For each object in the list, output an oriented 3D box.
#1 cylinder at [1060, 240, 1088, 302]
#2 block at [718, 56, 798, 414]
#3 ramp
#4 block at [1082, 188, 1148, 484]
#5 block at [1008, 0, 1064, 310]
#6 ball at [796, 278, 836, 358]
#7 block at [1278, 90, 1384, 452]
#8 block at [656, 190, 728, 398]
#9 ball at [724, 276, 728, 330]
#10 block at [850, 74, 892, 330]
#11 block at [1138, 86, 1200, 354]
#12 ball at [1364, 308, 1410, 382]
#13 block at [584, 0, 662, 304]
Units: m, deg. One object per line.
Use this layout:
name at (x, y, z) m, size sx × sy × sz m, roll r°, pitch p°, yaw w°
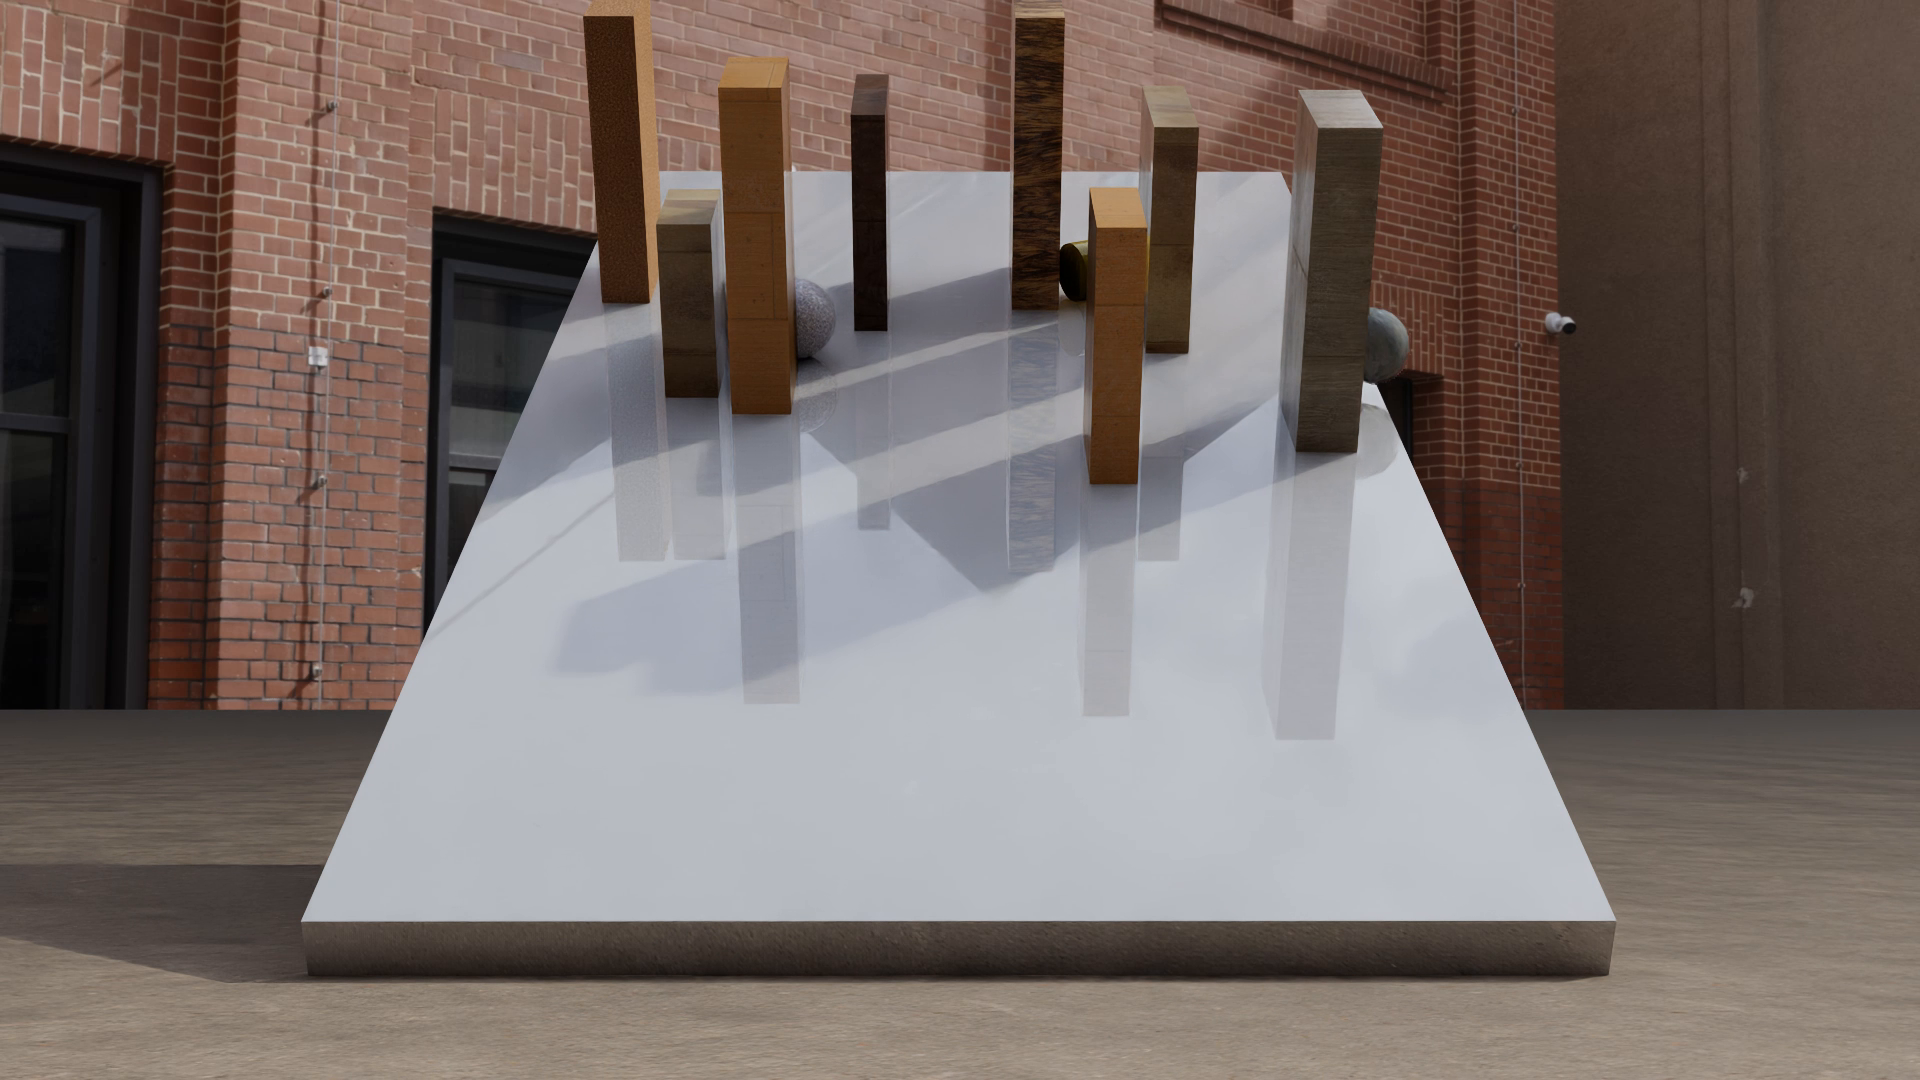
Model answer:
cylinder at (0.358, -0.709, 6.119) m, size 0.153 × 0.153 × 0.153 m, roll -13°, pitch 2°, yaw -25°
block at (-0.457, -0.694, 5.366) m, size 0.136 × 0.763 × 0.275 m, roll 0°, pitch 25°, yaw 0°
ramp at (-0.009, -0.229, 5.395) m, size 2.000 × 0.100 × 4.000 m, roll 0°, pitch 25°, yaw 0°
block at (0.331, -0.441, 5.056) m, size 0.103 × 0.574 × 0.283 m, roll 0°, pitch 25°, yaw 0°
block at (0.194, -1.009, 6.048) m, size 0.121 × 0.754 × 0.348 m, roll 0°, pitch 25°, yaw 0°
ball at (-0.399, -0.539, 5.700) m, size 0.197 × 0.197 × 0.197 m, roll 0°, pitch -4°, yaw 0°
block at (0.815, -0.594, 5.193) m, size 0.136 × 0.736 × 0.311 m, roll 0°, pitch 25°, yaw 0°
block at (-0.629, -0.583, 5.530) m, size 0.123 × 0.422 × 0.274 m, roll 0°, pitch 25°, yaw 0°
ball at (-0.608, -0.568, 5.786) m, size 0.176 × 0.176 × 0.176 m, roll 0°, pitch -4°, yaw 0°
block at (-0.224, -0.862, 5.968) m, size 0.084 × 0.554 × 0.397 m, roll 0°, pitch 25°, yaw 0°
block at (0.509, -0.799, 5.823) m, size 0.105 × 0.568 × 0.391 m, roll 0°, pitch 25°, yaw 0°
ball at (0.962, -0.455, 5.479) m, size 0.175 × 0.175 × 0.175 m, roll 0°, pitch -4°, yaw 0°
block at (-0.867, -1.024, 6.082) m, size 0.124 × 0.745 × 0.332 m, roll 0°, pitch 25°, yaw 0°
